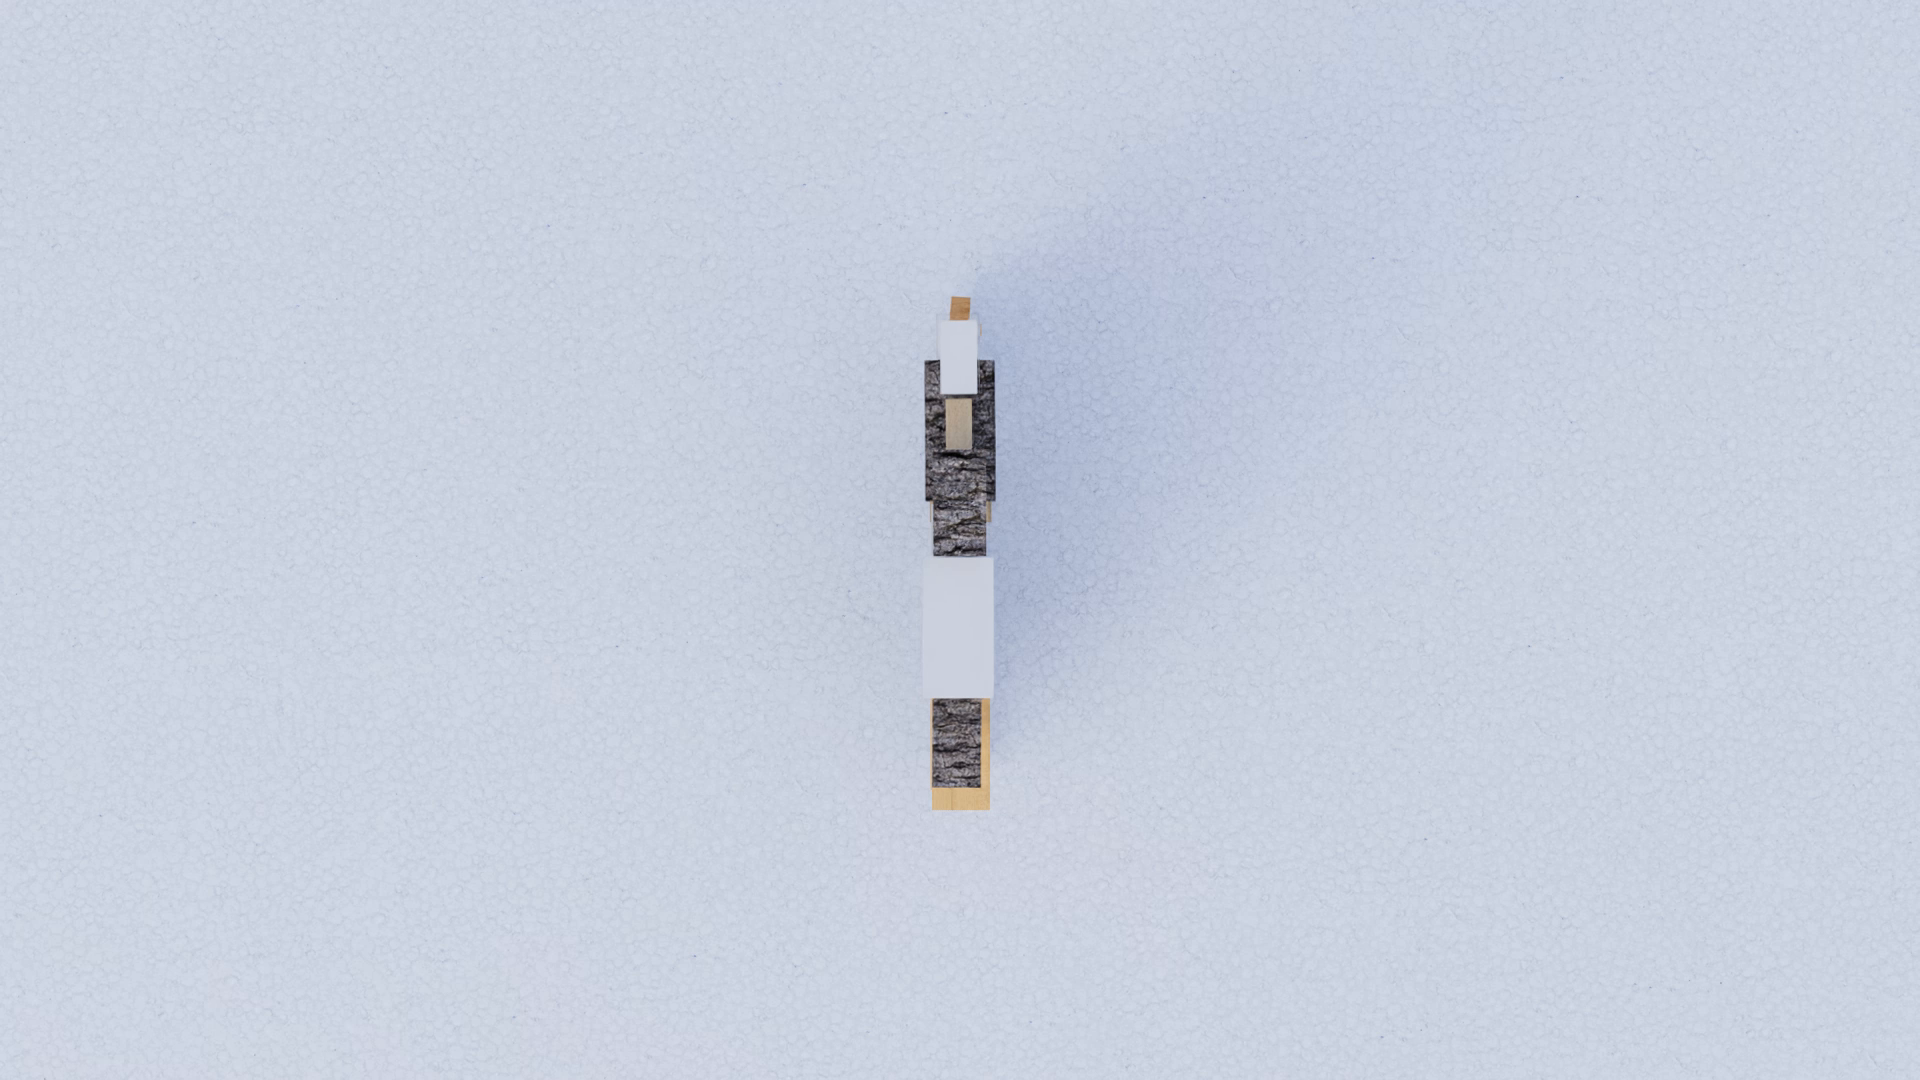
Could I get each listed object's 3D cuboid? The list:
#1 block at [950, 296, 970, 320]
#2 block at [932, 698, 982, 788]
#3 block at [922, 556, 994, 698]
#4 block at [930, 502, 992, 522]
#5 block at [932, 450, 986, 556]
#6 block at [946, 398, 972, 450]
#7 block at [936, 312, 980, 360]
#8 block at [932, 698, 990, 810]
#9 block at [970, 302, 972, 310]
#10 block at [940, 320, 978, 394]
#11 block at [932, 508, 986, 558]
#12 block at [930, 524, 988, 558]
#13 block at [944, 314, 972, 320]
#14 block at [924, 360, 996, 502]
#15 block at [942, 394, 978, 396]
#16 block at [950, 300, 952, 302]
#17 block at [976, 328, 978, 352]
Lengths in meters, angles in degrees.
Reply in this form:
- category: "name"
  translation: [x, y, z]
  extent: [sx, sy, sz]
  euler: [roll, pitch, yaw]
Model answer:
- category: "block"
  translation: [-0.001, -0.570, 4.211]
  extent: [0.049, 0.014, 0.099]
  euler: [4, 90, 0]
- category: "block"
  translation: [-0.008, 0.495, 4.129]
  extent: [0.122, 0.035, 0.244]
  euler: [1, 90, 1]
- category: "block"
  translation: [-0.004, 0.204, 3.874]
  extent: [0.164, 0.047, 0.329]
  euler: [0, 90, 0]
- category: "block"
  translation: [0.002, -0.226, 4.735]
  extent: [0.176, 0.050, 0.351]
  euler: [0, 90, 0]
- category: "block"
  translation: [-0.001, -0.086, 3.816]
  extent: [0.123, 0.035, 0.246]
  euler: [0, 90, 0]
- category: "block"
  translation: [-0.002, -0.274, 3.946]
  extent: [0.062, 0.018, 0.124]
  euler: [-1, 90, 0]
- category: "block"
  translation: [-0.005, -0.535, 4.839]
  extent: [0.127, 0.036, 0.254]
  euler: [-2, 90, 0]
- category: "block"
  translation: [0.003, 0.615, 4.800]
  extent: [0.167, 0.047, 0.335]
  euler: [0, 90, 0]
- category: "block"
  translation: [0.000, -0.603, 4.519]
  extent: [0.049, 0.602, 0.014]
  euler: [-1, 90, -1]
- category: "block"
  translation: [-0.003, -0.430, 3.894]
  extent: [0.086, 0.024, 0.172]
  euler: [0, 90, 0]
- category: "block"
  translation: [-0.004, 0.044, 4.246]
  extent: [0.138, 0.039, 0.275]
  euler: [0, 90, 0]
- category: "block"
  translation: [-0.005, 0.123, 4.864]
  extent: [0.170, 0.048, 0.339]
  euler: [0, 90, 0]
- category: "block"
  translation: [-0.003, -0.521, 4.327]
  extent: [0.070, 0.020, 0.139]
  euler: [-2, 90, 0]
- category: "block"
  translation: [0.000, -0.271, 4.104]
  extent: [0.174, 0.049, 0.348]
  euler: [0, 90, 0]
- category: "block"
  translation: [0.000, -0.370, 3.993]
  extent: [0.086, 0.172, 0.024]
  euler: [0, 90, 0]
- category: "block"
  translation: [-0.003, -0.724, 5.375]
  extent: [0.059, 0.017, 0.117]
  euler: [0, 90, 0]
- category: "block"
  translation: [0.000, -0.488, 4.112]
  extent: [0.086, 0.410, 0.024]
  euler: [1, 90, 0]
